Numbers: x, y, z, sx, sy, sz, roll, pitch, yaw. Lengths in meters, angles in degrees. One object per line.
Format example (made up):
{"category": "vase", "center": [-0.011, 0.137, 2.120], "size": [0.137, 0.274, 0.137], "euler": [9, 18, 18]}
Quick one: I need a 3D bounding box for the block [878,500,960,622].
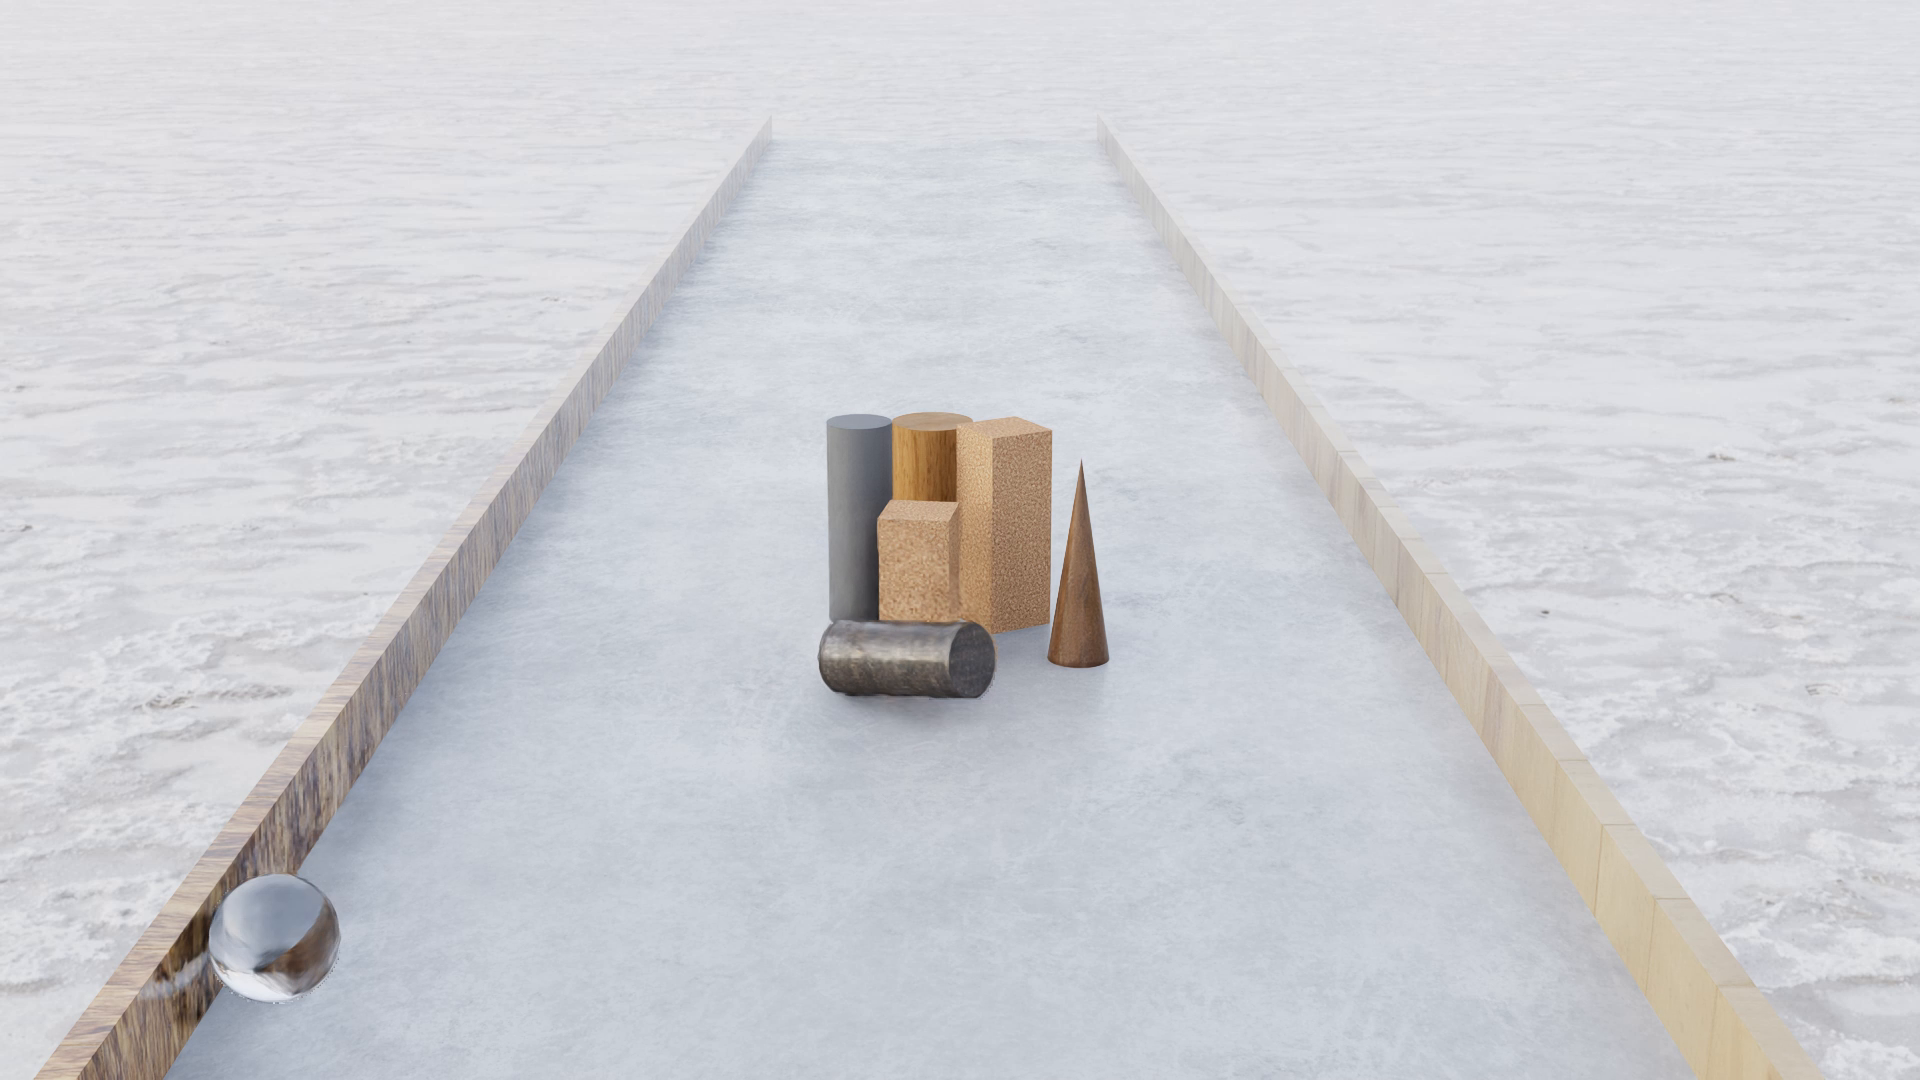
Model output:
{"category": "block", "center": [-0.081, 0.088, 4.396], "size": [0.140, 0.305, 0.140], "euler": [2, 17, 8]}

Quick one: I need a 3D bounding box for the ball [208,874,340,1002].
{"category": "ball", "center": [-0.953, 0.553, 3.058], "size": [0.176, 0.176, 0.176], "euler": [0, 17, 0]}

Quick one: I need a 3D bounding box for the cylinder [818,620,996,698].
{"category": "cylinder", "center": [-0.102, 0.223, 4.137], "size": [0.314, 0.141, 0.141], "euler": [0, 13, 37]}

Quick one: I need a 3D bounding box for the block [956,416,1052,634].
{"category": "block", "center": [0.092, -0.033, 4.601], "size": [0.144, 0.419, 0.144], "euler": [-9, 19, -29]}

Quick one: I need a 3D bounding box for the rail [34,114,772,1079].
{"category": "rail", "center": [-1.118, -0.838, 7.780], "size": [0.050, 0.150, 12.000], "euler": [0, 17, -1]}

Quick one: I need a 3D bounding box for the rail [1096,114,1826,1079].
{"category": "rail", "center": [0.932, -0.844, 7.801], "size": [0.050, 0.150, 12.000], "euler": [0, 17, -1]}

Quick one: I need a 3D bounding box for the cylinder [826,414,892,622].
{"category": "cylinder", "center": [-0.209, -0.040, 4.607], "size": [0.136, 0.429, 0.136], "euler": [0, 17, 0]}

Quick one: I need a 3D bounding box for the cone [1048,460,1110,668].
{"category": "cone", "center": [0.238, 0.037, 4.371], "size": [0.126, 0.417, 0.126], "euler": [0, 17, 0]}

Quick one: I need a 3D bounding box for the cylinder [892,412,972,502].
{"category": "cylinder", "center": [-0.060, -0.084, 4.867], "size": [0.178, 0.367, 0.178], "euler": [0, 17, 0]}
